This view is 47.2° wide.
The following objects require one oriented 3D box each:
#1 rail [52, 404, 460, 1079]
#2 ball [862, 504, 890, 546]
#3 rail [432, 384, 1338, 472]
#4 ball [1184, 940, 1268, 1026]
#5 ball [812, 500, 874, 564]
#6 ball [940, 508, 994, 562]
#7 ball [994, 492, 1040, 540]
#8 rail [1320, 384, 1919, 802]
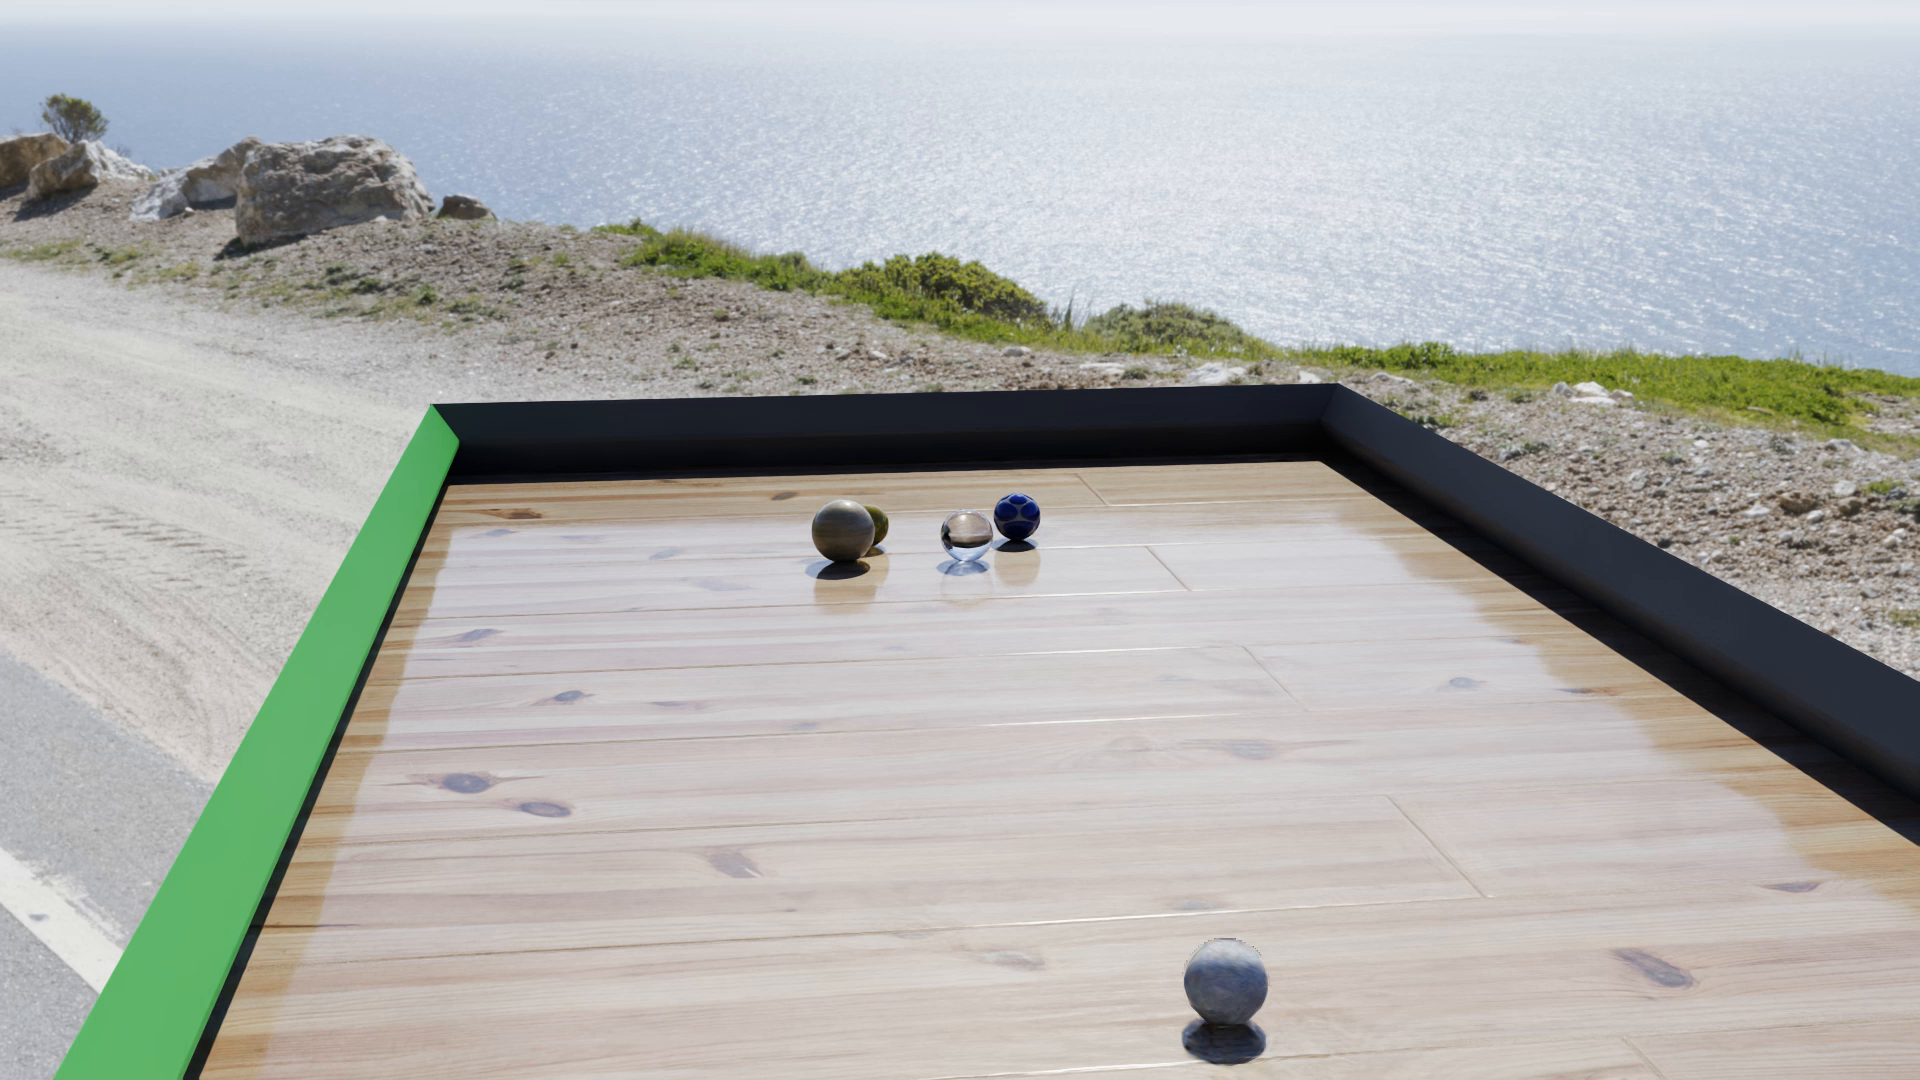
[{"bbox_3d":[-0.604,0.166,2.058,0.045,0.108,2.893,-2,13,-8],"label":"rail"},{"bbox_3d":[-0.124,-0.020,2.965,0.058,0.058,0.058,0,13,0],"label":"ball"},{"bbox_3d":[-0.097,-0.178,3.526,1.470,0.108,0.045,-2,13,-8],"label":"rail"},{"bbox_3d":[0.187,0.311,1.546,0.059,0.059,0.059,0,13,0],"label":"ball"},{"bbox_3d":[-0.153,-0.012,2.875,0.083,0.083,0.083,0,13,0],"label":"ball"},{"bbox_3d":[0.009,-0.006,2.881,0.070,0.070,0.070,0,13,0],"label":"ball"},{"bbox_3d":[0.078,-0.032,3.002,0.065,0.065,0.065,0,13,0],"label":"ball"},{"bbox_3d":[0.805,0.121,2.250,0.045,0.108,2.893,-2,13,-8],"label":"rail"}]
